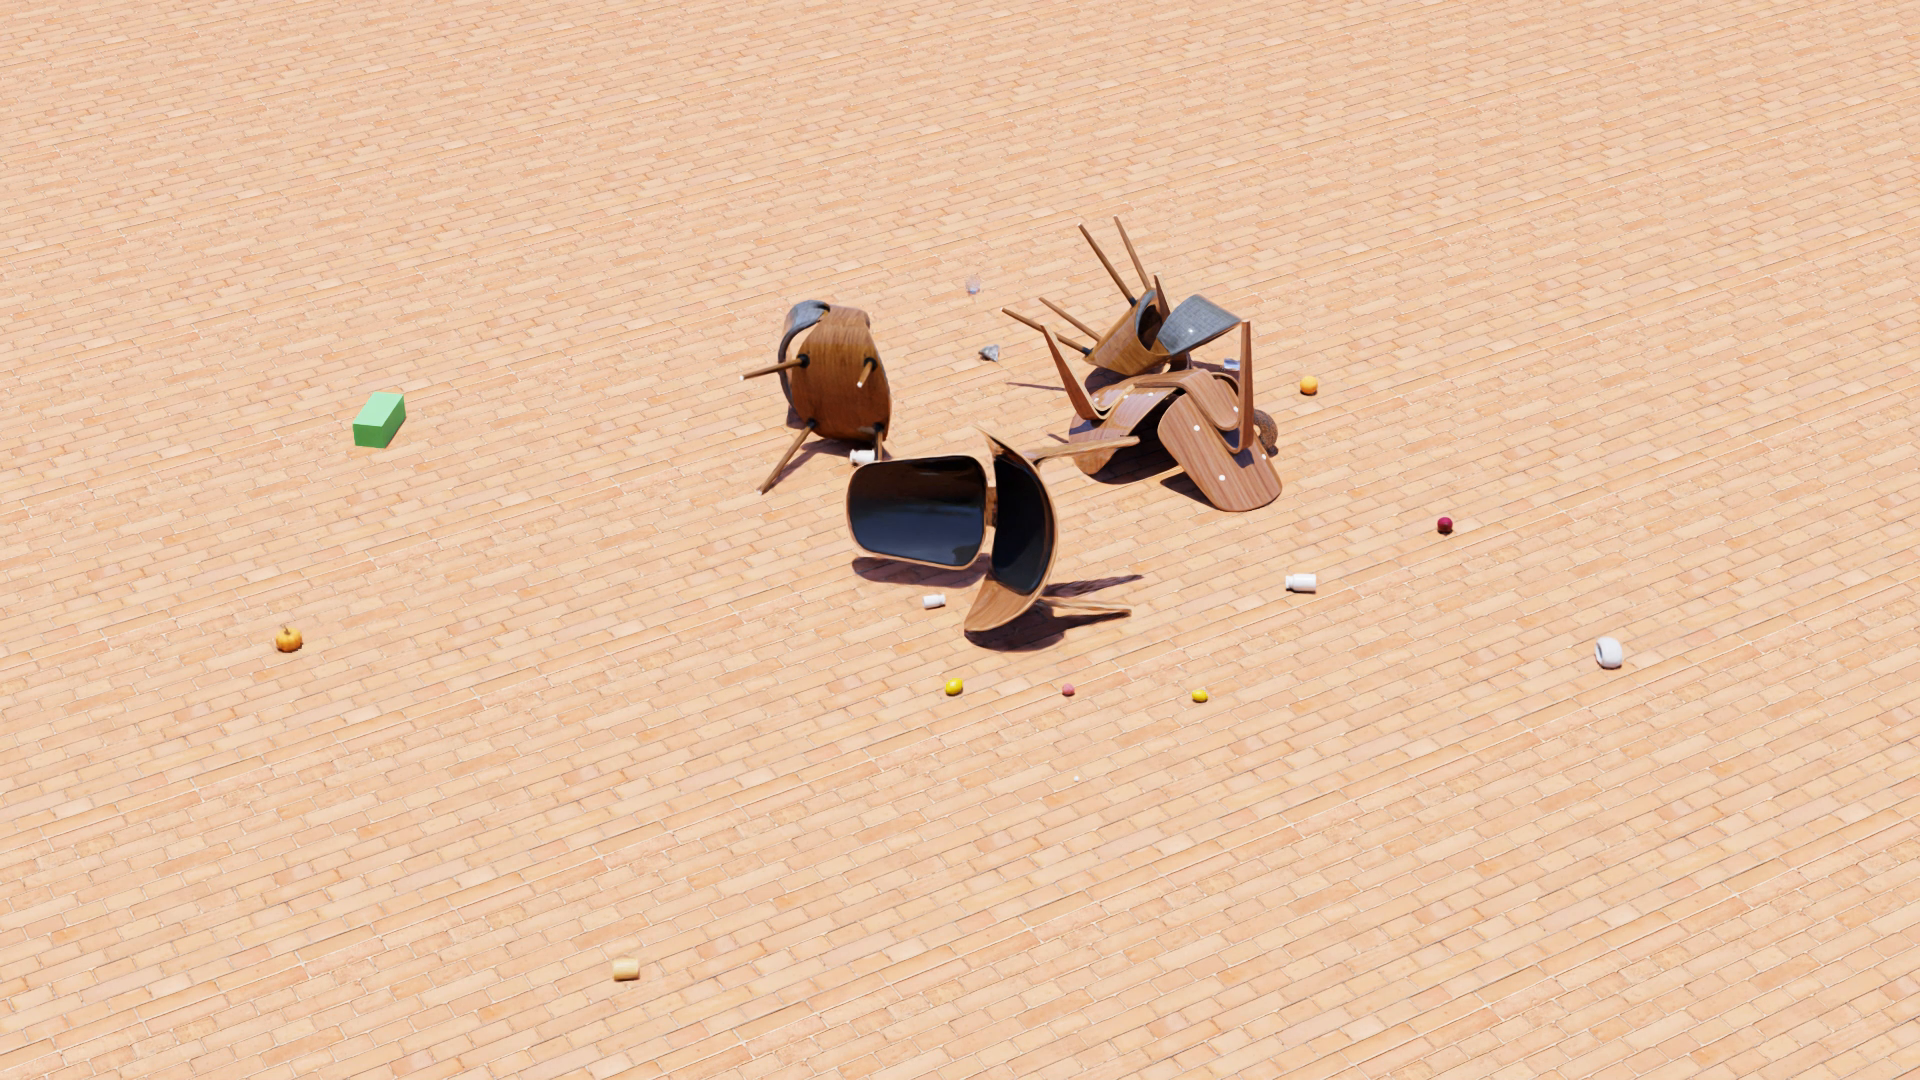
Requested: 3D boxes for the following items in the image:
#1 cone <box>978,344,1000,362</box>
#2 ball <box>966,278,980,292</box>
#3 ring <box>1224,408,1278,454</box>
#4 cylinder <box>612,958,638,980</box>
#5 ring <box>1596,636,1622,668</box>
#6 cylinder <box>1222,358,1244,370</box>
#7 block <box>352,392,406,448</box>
[{"bbox_3d":[0.136,-0.758,12.069,0.108,0.059,0.069,-14,59,-33],"label":"cone"},{"bbox_3d":[0.055,-1.092,12.544,0.064,0.064,0.064,0,33,0],"label":"ball"},{"bbox_3d":[1.135,-0.423,11.431,0.212,0.183,0.105,12,16,-4],"label":"ring"},{"bbox_3d":[-1.017,1.304,8.918,0.075,0.047,0.061,-5,70,-8],"label":"cylinder"},{"bbox_3d":[2.274,0.392,10.275,0.074,0.083,0.121,0,49,-10],"label":"ring"},{"bbox_3d":[1.118,-0.719,12.004,0.073,0.034,0.058,9,31,13],"label":"cylinder"},{"bbox_3d":[-2.291,-0.474,11.570,0.121,0.102,0.249,6,34,9],"label":"block"}]
